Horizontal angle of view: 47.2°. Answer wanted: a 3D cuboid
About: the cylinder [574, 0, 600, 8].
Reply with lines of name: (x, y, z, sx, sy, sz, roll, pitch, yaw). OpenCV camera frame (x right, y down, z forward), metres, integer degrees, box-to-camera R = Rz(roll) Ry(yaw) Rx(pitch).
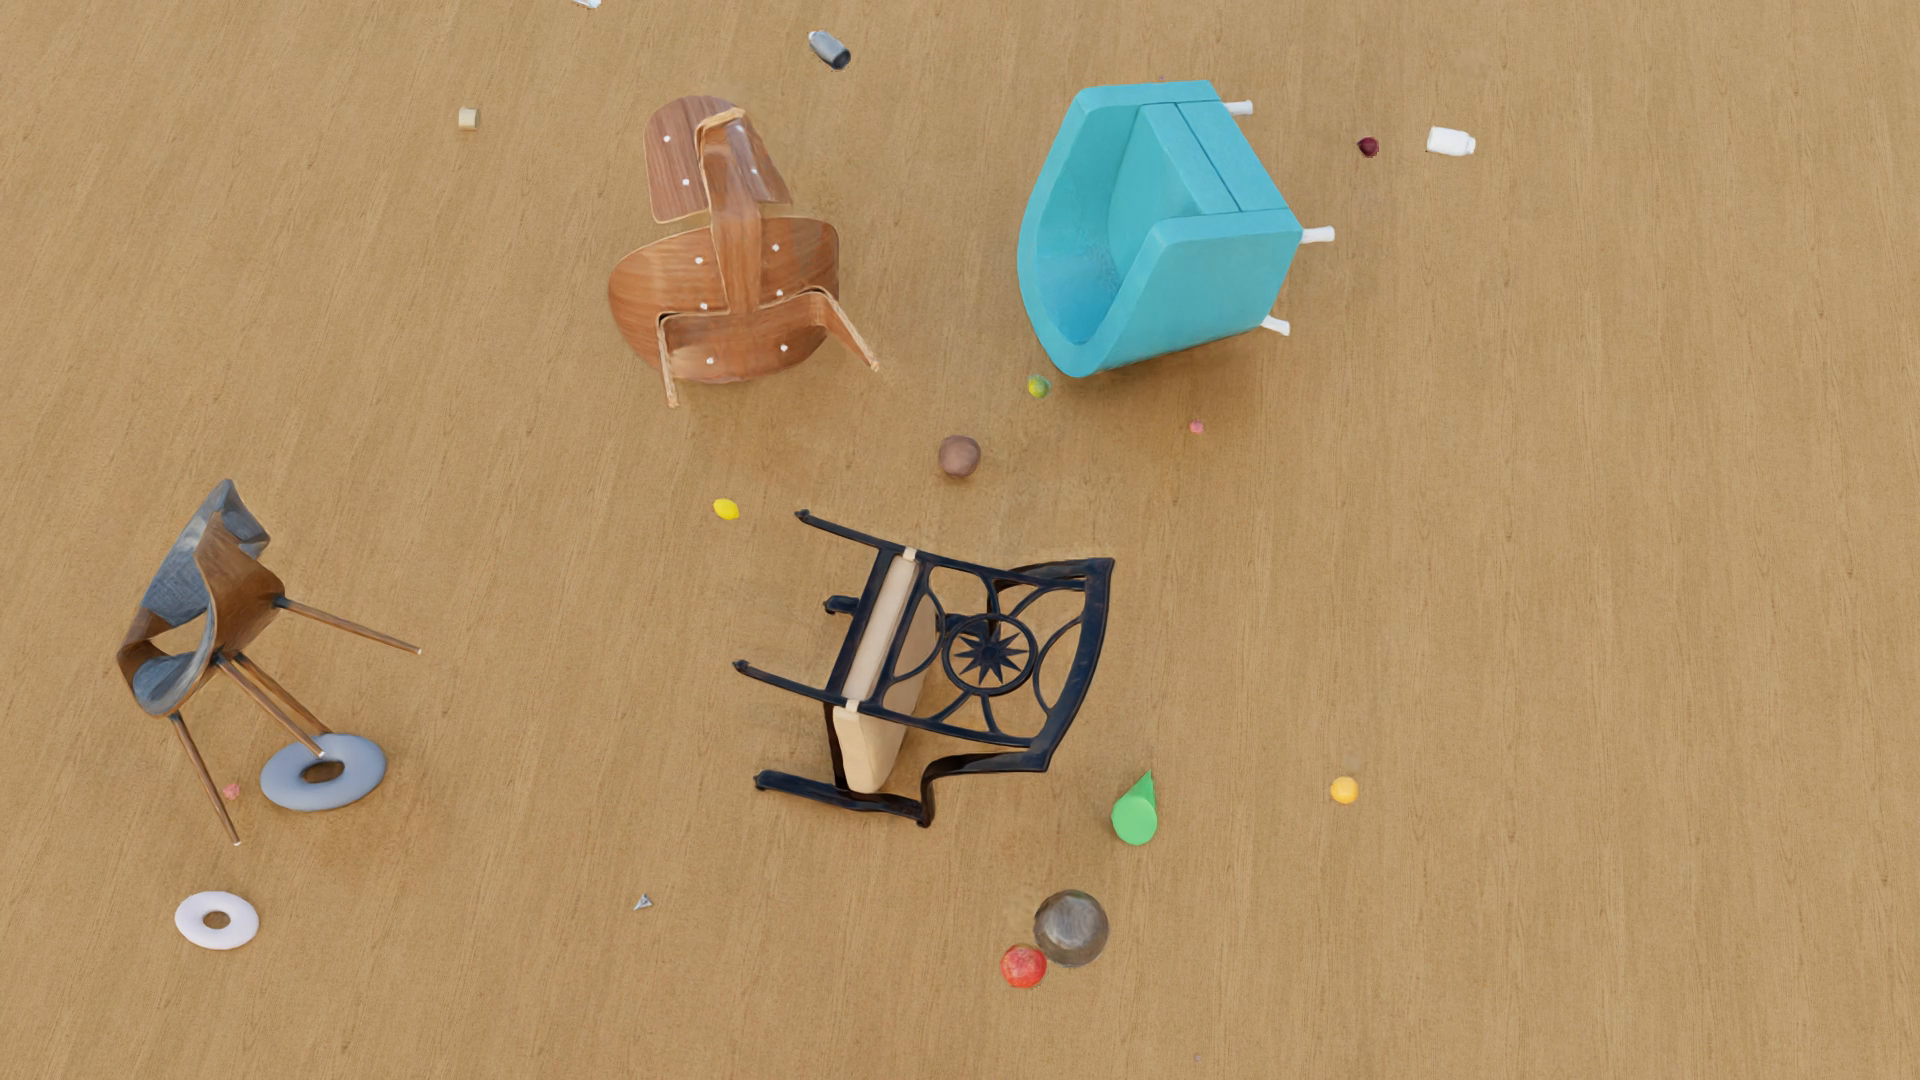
cylinder: (-1.275, -1.848, 7.384, 0.124, 0.093, 0.080, 23, 60, 14)

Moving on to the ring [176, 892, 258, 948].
ring: (-1.982, 1.014, 5.867, 0.233, 0.044, 0.158, 13, 58, 9)

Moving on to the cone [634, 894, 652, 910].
cone: (-0.858, 0.979, 5.906, 0.053, 0.037, 0.038, -37, 76, -1)

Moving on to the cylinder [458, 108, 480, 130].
cylinder: (-1.672, -1.435, 7.496, 0.058, 0.067, 0.078, 4, 42, 2)

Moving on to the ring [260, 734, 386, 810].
ring: (-1.765, 0.643, 6.098, 0.350, 0.073, 0.233, -7, 54, -3)

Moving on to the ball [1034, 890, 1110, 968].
ball: (0.293, 1.019, 5.769, 0.201, 0.201, 0.201, 0, 56, 0)

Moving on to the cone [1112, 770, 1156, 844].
cone: (0.502, 0.700, 6.054, 0.125, 0.175, 0.222, 8, 34, 14)
